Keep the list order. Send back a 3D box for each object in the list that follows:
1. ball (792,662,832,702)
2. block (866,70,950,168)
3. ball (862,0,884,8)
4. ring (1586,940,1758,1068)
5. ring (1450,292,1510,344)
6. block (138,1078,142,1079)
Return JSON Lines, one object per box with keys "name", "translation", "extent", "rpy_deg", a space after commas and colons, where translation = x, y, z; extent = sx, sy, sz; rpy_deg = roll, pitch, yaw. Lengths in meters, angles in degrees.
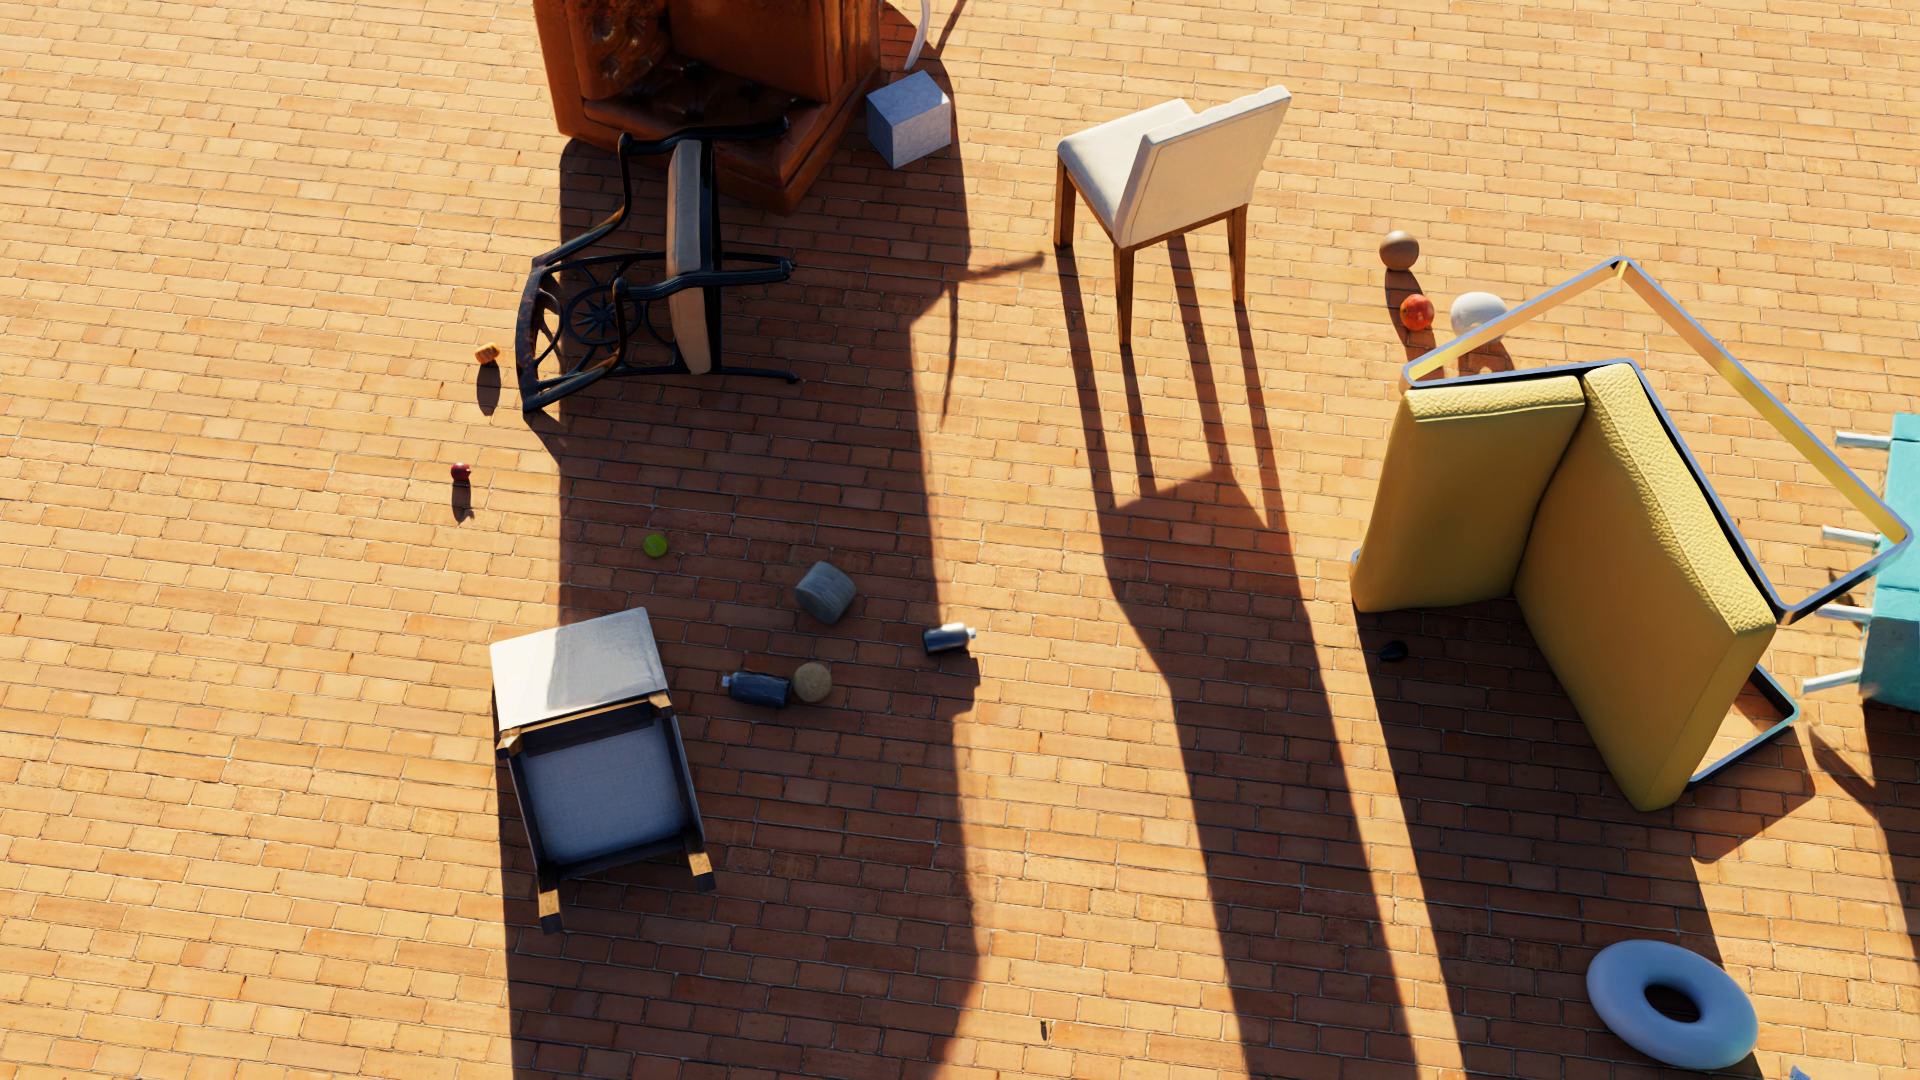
{"name": "ball", "translation": [-0.418, 0.404, 6.235], "extent": [0.113, 0.113, 0.113], "rpy_deg": [0, 56, 0]}
{"name": "block", "translation": [-0.173, -1.415, 7.401], "extent": [0.227, 0.203, 0.171], "rpy_deg": [-28, 60, -17]}
{"name": "ball", "translation": [-0.311, -1.936, 7.823], "extent": [0.082, 0.082, 0.082], "rpy_deg": [0, 56, 0]}
{"name": "ring", "translation": [1.842, 1.201, 5.691], "extent": [0.448, 0.129, 0.312], "rpy_deg": [24, 58, 14]}
{"name": "ring", "translation": [1.644, -0.700, 6.956], "extent": [0.190, 0.155, 0.128], "rpy_deg": [9, 67, -13]}
{"name": "block", "translation": [-2.086, 1.414, 5.582], "extent": [0.037, 0.071, 0.067], "rpy_deg": [-9, 57, -6]}
